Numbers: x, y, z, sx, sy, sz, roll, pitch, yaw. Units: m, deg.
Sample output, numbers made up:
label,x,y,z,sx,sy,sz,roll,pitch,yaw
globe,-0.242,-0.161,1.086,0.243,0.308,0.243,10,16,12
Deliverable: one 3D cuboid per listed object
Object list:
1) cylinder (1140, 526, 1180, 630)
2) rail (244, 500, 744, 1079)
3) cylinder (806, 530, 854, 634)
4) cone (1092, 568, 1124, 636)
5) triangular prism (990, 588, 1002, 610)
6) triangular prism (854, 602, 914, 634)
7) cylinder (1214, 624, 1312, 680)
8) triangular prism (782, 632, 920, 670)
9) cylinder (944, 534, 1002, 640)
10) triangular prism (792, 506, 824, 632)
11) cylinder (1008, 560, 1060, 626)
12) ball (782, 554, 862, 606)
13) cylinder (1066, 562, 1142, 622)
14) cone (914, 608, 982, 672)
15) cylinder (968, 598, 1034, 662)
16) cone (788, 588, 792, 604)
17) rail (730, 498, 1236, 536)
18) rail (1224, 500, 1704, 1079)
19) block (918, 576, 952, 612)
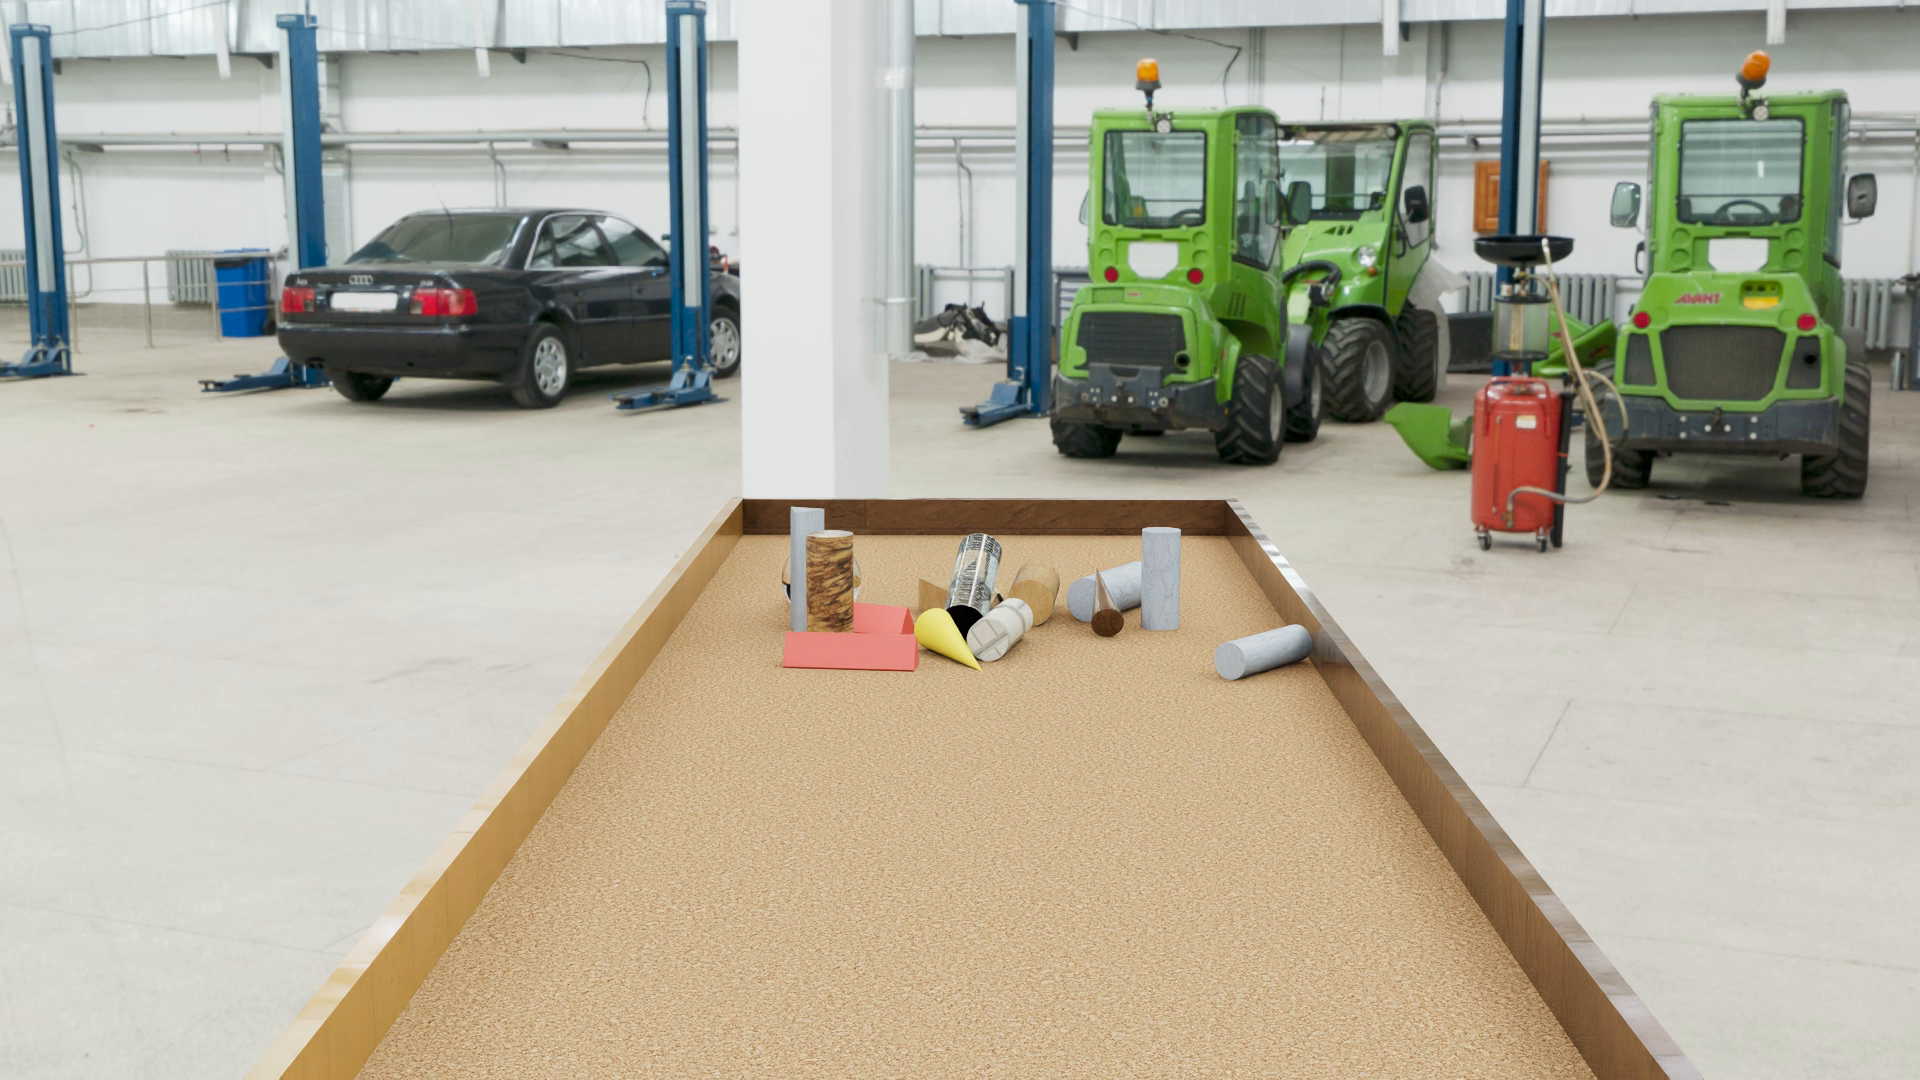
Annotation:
label,x,y,z,sx,sy,sz,roll,pitch,yaw
cylinder,0.657,0.126,7.191,0.126,0.321,0.126,0,9,0
rail,-1.004,0.839,3.234,0.050,0.150,12.000,0,9,1
cylinder,-0.409,0.153,6.924,0.150,0.350,0.150,0,9,0
cone,0.463,0.177,7.170,0.106,0.106,0.343,0,31,-3
triangular prism,0.105,0.190,7.517,0.101,0.087,0.377,-1,9,-7
triangular prism,-0.302,0.249,7.138,0.303,0.089,0.103,5,10,27
cylinder,0.906,0.332,6.556,0.111,0.111,0.359,8,12,41
triangular prism,-0.327,0.328,6.610,0.397,0.098,0.113,1,9,7
cylinder,0.039,0.149,7.101,0.143,0.143,0.382,2,37,10
triangular prism,-0.520,0.092,7.168,0.115,0.392,0.099,-8,13,-41
cylinder,0.249,0.177,7.404,0.154,0.154,0.396,1,9,6
ball,-0.462,0.132,7.327,0.266,0.266,0.266,0,9,0
cylinder,0.517,0.173,7.444,0.149,0.149,0.383,5,10,31
cone,-0.008,0.333,6.696,0.132,0.132,0.373,-4,20,-24
cylinder,0.127,0.277,6.850,0.129,0.129,0.365,2,9,14
cone,-0.558,0.185,7.659,0.114,0.114,0.421,-2,1,-9
rail,0.099,-0.098,9.147,2.100,0.150,0.050,0,9,1
rail,1.046,0.843,3.208,0.050,0.150,12.000,0,9,1
block,-0.023,0.206,7.360,0.109,0.109,0.370,-3,10,-21
